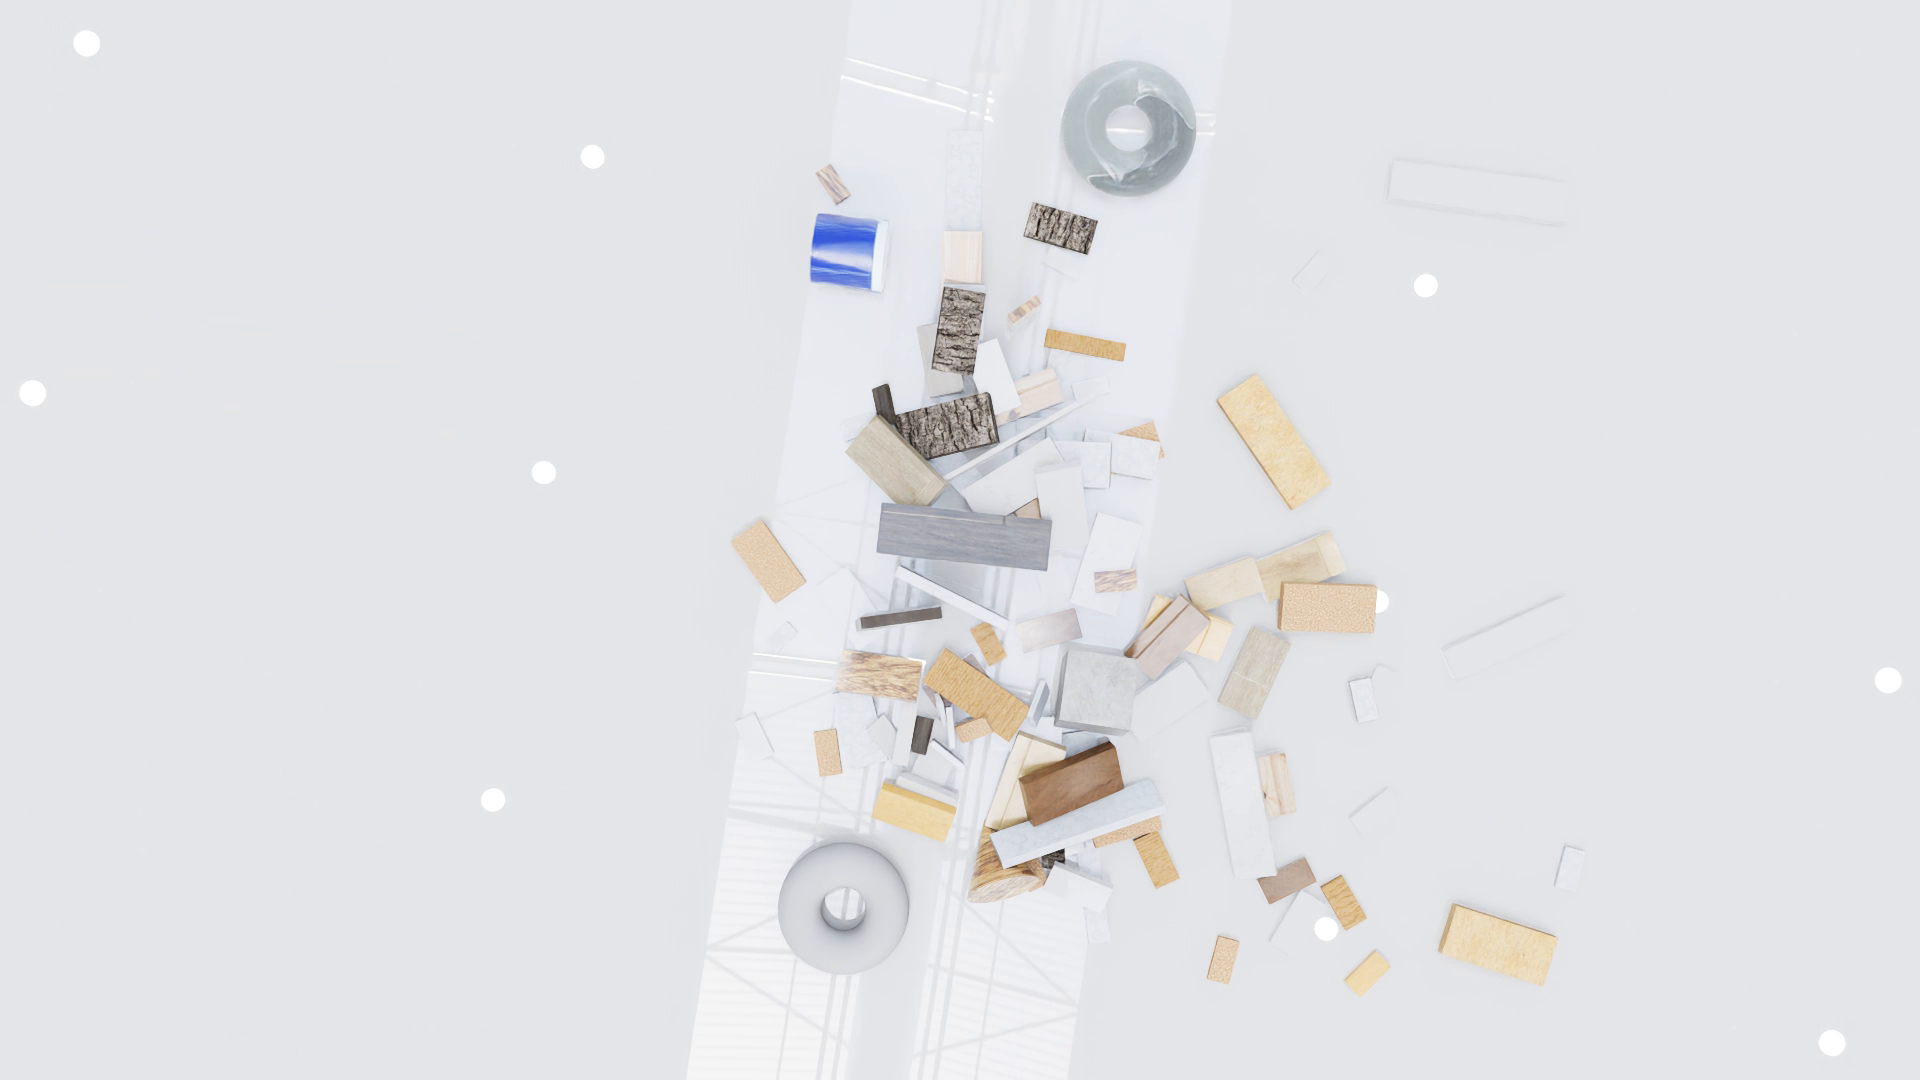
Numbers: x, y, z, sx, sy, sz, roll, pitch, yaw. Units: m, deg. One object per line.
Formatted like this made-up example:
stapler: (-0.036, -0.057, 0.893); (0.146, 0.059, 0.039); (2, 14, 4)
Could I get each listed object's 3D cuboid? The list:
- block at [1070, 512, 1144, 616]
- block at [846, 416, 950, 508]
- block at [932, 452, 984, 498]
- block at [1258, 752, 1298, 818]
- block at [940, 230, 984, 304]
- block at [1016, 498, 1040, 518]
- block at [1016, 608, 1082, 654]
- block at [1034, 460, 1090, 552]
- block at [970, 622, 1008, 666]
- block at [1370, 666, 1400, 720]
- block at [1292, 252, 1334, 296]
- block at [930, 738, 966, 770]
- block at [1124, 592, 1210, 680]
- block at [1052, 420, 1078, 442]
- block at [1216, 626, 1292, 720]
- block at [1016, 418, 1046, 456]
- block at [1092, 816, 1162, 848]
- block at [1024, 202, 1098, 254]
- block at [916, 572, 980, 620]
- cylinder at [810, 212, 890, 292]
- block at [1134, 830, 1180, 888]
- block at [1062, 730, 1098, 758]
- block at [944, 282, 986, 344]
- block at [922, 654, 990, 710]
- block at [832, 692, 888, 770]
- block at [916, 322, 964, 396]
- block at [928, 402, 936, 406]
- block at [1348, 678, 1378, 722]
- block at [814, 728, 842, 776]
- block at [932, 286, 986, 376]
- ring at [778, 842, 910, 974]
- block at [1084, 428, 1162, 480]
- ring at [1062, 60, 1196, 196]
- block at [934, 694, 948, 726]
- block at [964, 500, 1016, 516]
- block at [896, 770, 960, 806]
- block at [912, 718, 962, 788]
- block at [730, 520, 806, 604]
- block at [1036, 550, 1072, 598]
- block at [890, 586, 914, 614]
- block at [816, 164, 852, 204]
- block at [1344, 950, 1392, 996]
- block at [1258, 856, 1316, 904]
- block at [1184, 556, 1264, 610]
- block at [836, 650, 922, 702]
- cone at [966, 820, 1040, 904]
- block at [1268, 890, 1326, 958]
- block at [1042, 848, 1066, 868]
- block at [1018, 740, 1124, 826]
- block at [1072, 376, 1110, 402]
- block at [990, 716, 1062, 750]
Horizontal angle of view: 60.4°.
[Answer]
block: (0.486, 0.080, 5.478); (0.157, 0.044, 0.314); (17, 90, 0)
block: (-0.208, -0.237, 5.419); (0.330, 0.047, 0.165); (45, 109, 11)
block: (-0.016, -0.244, 5.487); (0.095, 0.027, 0.190); (-41, 90, 0)
block: (1.046, 0.811, 5.466); (0.099, 0.028, 0.199); (-12, 90, 0)
block: (0.006, -0.880, 5.430); (0.135, 0.038, 0.271); (1, 107, 0)
block: (0.287, -0.097, 5.483); (0.237, 0.034, 0.118); (-1, 90, 0)
block: (0.296, 0.301, 5.486); (0.203, 0.029, 0.102); (-15, 90, 0)
block: (0.333, -0.109, 5.379); (0.148, 0.042, 0.295); (-11, 121, -2)
block: (0.096, 0.343, 5.490); (0.069, 0.020, 0.139); (-28, 90, 0)
block: (1.391, 0.508, 5.488); (0.082, 0.023, 0.164); (24, 90, 0)
block: (1.176, -0.888, 5.491); (0.067, 0.019, 0.133); (42, 90, 0)
block: (-0.042, 0.705, 5.434); (0.134, 0.067, 0.019); (39, 90, 0)
block: (0.682, 0.318, 5.437); (0.137, 0.039, 0.274); (41, 105, -6)
block: (0.351, -0.343, 5.493); (0.053, 0.015, 0.105); (-31, 90, 0)
block: (0.977, 0.442, 5.480); (0.139, 0.039, 0.278); (25, 90, 0)
block: (0.238, -0.308, 5.473); (0.095, 0.027, 0.190); (-2, 91, 11)
block: (0.544, 0.933, 5.473); (0.232, 0.033, 0.116); (-15, 90, -5)
block: (0.334, -1.035, 5.484); (0.227, 0.032, 0.113); (16, 90, 0)
block: (-0.041, 0.186, 5.486); (0.199, 0.028, 0.099); (19, 90, 0)
cylinder: (-0.358, -0.939, 5.384); (0.231, 0.231, 0.231); (7, 90, 0)
block: (0.653, 1.061, 5.488); (0.088, 0.025, 0.176); (-25, 90, 0)
block: (0.368, 0.685, 5.488); (0.176, 0.025, 0.088); (-8, 90, 0)
block: (0.011, -0.709, 5.442); (0.135, 0.038, 0.271); (1, 107, 0)
block: (-0.014, 0.474, 5.486); (0.203, 0.029, 0.102); (-35, 90, 0)
block: (-0.333, 0.621, 5.482); (0.129, 0.036, 0.257); (-14, 90, 0)
block: (-0.064, -0.598, 5.439); (0.117, 0.033, 0.234); (-10, 107, 3)
block: (-0.023, -0.387, 5.458); (0.190, 0.027, 0.095); (17, 89, 18)
block: (1.338, 0.530, 5.467); (0.069, 0.020, 0.138); (-12, 90, 0)
block: (-0.440, 0.708, 5.489); (0.075, 0.021, 0.149); (-8, 90, 0)
block: (-0.005, -0.679, 5.374); (0.135, 0.038, 0.271); (8, 95, -10)
ring: (-0.384, 1.213, 5.429); (0.434, 0.145, 0.434); (0, 90, -1)
block: (0.527, -0.283, 5.447); (0.251, 0.036, 0.126); (11, 90, 0)
ring: (0.556, -1.353, 5.426); (0.448, 0.149, 0.448); (0, 91, -1)
block: (-0.063, 0.560, 5.434); (0.015, 0.052, 0.104); (-16, 123, -10)
block: (0.129, -0.061, 5.459); (0.118, 0.034, 0.237); (-33, 83, 11)
block: (-0.117, 0.850, 5.460); (0.210, 0.030, 0.105); (23, 122, 0)
block: (-0.077, 0.723, 5.484); (0.116, 0.033, 0.232); (23, 90, 0)
block: (-0.637, 0.073, 5.482); (0.127, 0.036, 0.254); (-35, 90, 0)
block: (0.299, 0.082, 5.486); (0.099, 0.028, 0.199); (-15, 90, 0)
block: (-0.197, 0.219, 5.491); (0.061, 0.017, 0.122); (12, 90, 0)
block: (-0.422, -1.185, 5.491); (0.061, 0.017, 0.122); (-33, 90, 0)
block: (1.356, 1.444, 5.490); (0.146, 0.021, 0.073); (-44, 90, 0)
block: (1.087, 1.133, 5.488); (0.176, 0.025, 0.088); (-26, 90, 0)
block: (0.877, 0.148, 5.463); (0.237, 0.034, 0.118); (-19, 90, 10)
block: (-0.266, 0.451, 5.452); (0.268, 0.038, 0.134); (8, 73, 4)
cone: (0.111, 1.037, 5.445); (0.246, 0.246, 0.246); (-16, 63, 0)
block: (1.123, 1.274, 5.486); (0.102, 0.029, 0.203); (31, 90, 0)
block: (0.308, 1.014, 5.462); (0.076, 0.021, 0.151); (2, 99, 28)
block: (0.366, 0.798, 5.403); (0.335, 0.047, 0.167); (-20, 116, -14)
block: (0.435, -0.505, 5.492); (0.118, 0.017, 0.059); (-15, 90, 0)
block: (0.221, 0.642, 5.463); (0.232, 0.033, 0.116); (2, 85, 4)
